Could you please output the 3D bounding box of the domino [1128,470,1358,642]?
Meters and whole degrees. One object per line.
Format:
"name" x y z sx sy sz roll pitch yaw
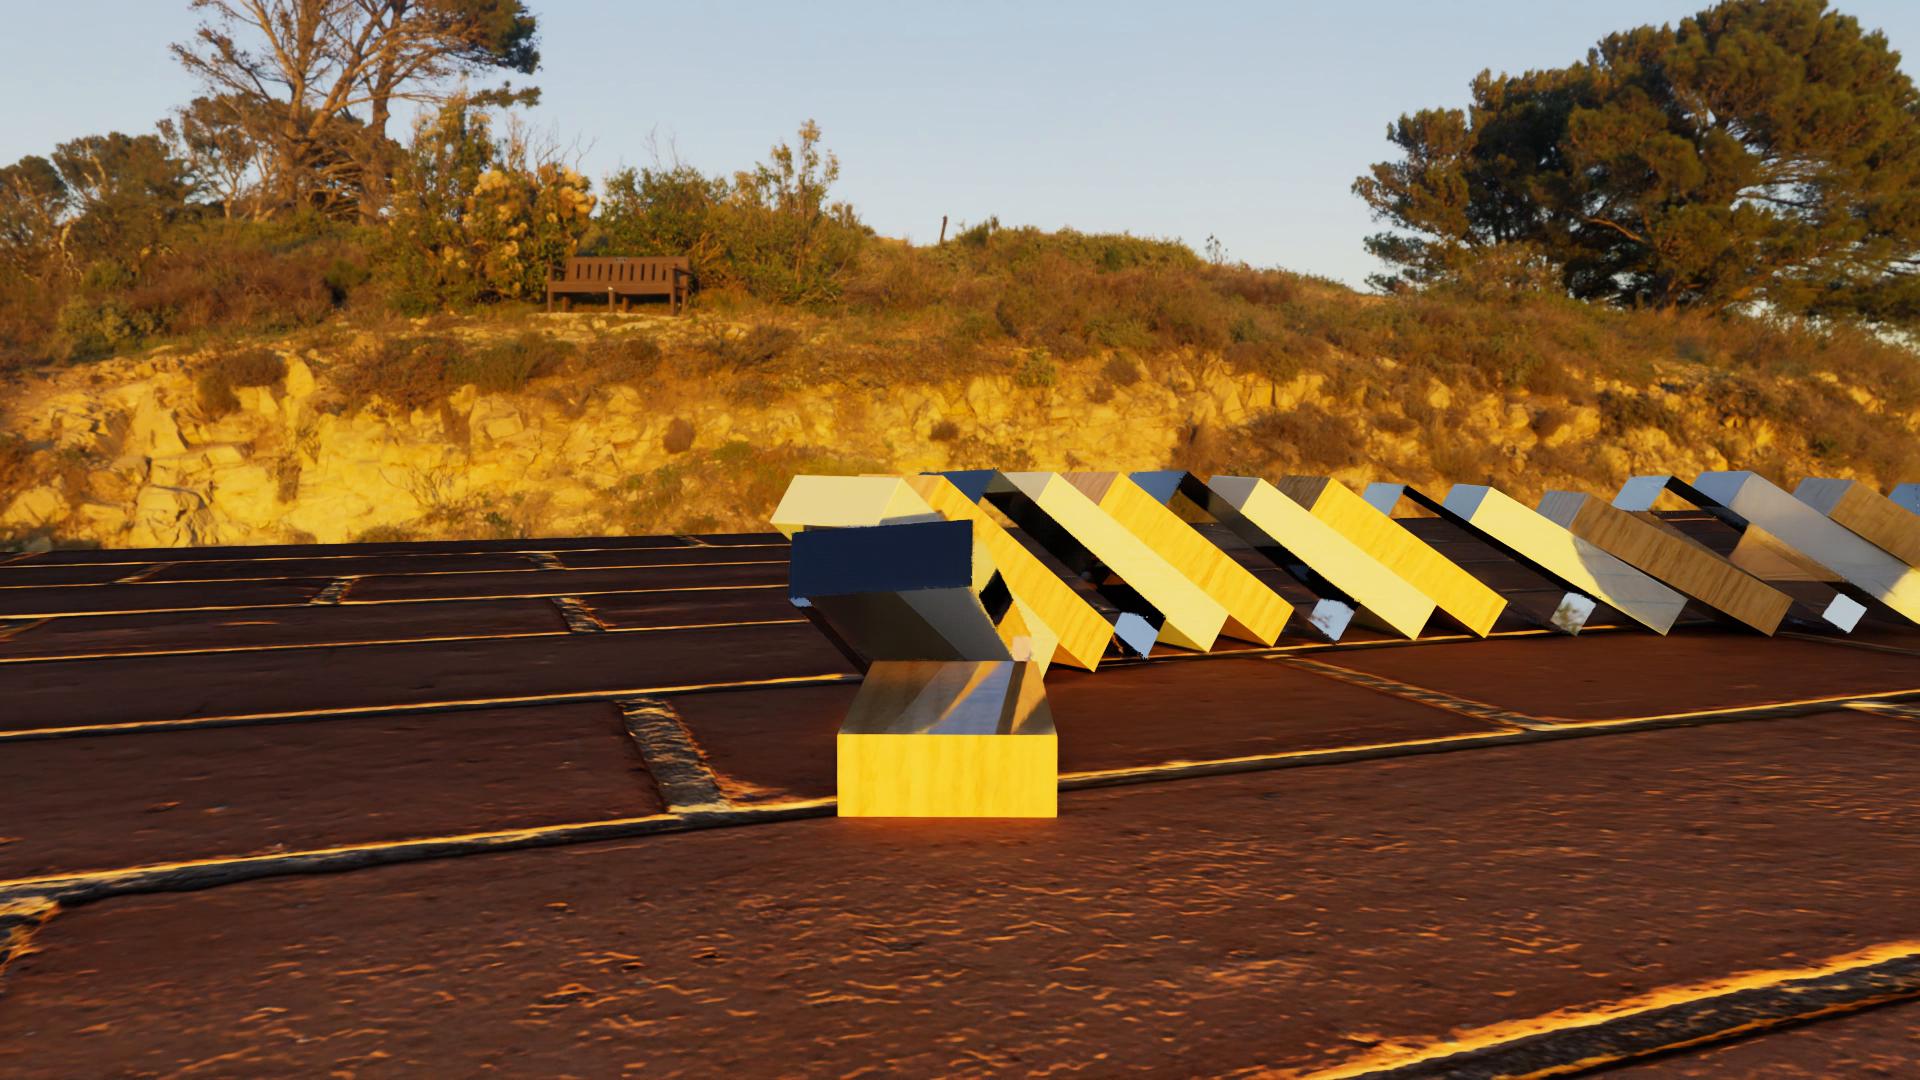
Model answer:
"domino" 0.059 0.003 0.277 0.050 0.009 0.025 35 -9 -17

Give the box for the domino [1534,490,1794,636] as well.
"domino" 0.161 0.005 0.297 0.050 0.009 0.025 28 6 2

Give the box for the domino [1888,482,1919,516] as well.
"domino" 0.236 0.004 0.286 0.050 0.010 0.025 31 9 7

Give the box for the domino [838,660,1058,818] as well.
"domino" -0.001 0.025 0.171 0.025 0.010 0.050 0 4 1

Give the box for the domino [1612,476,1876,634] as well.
"domino" 0.179 0.003 0.297 0.050 0.010 0.025 33 6 6

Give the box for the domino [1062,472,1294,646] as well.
"domino" 0.043 0.004 0.269 0.050 0.010 0.025 36 -10 -19

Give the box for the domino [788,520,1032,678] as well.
"domino" -0.005 0.012 0.192 0.025 0.009 0.050 -4 -23 11

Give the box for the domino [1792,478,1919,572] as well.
"domino" 0.216 0.004 0.290 0.050 0.010 0.025 33 10 7

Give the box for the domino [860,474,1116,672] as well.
"domino" 0.003 0.006 0.236 0.050 0.010 0.025 40 -21 -32

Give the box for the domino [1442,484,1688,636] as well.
"domino" 0.138 0.004 0.297 0.050 0.010 0.025 30 5 1

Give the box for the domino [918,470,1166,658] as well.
"domino" 0.014 0.005 0.247 0.050 0.009 0.025 39 -20 -29

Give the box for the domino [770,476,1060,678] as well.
"domino" -0.007 0.007 0.221 0.025 0.010 0.050 4 -31 42

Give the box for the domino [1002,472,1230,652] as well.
"domino" 0.028 0.004 0.260 0.050 0.010 0.025 37 -14 -23

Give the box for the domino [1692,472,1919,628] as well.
"domino" 0.195 0.002 0.295 0.050 0.010 0.025 33 6 5

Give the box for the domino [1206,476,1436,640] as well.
"domino" 0.078 0.004 0.285 0.050 0.009 0.025 33 -3 -13

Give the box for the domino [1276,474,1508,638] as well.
"domino" 0.095 0.003 0.290 0.050 0.010 0.025 33 -2 -10

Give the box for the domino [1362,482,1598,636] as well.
"domino" 0.117 0.004 0.295 0.050 0.010 0.025 30 4 -2
